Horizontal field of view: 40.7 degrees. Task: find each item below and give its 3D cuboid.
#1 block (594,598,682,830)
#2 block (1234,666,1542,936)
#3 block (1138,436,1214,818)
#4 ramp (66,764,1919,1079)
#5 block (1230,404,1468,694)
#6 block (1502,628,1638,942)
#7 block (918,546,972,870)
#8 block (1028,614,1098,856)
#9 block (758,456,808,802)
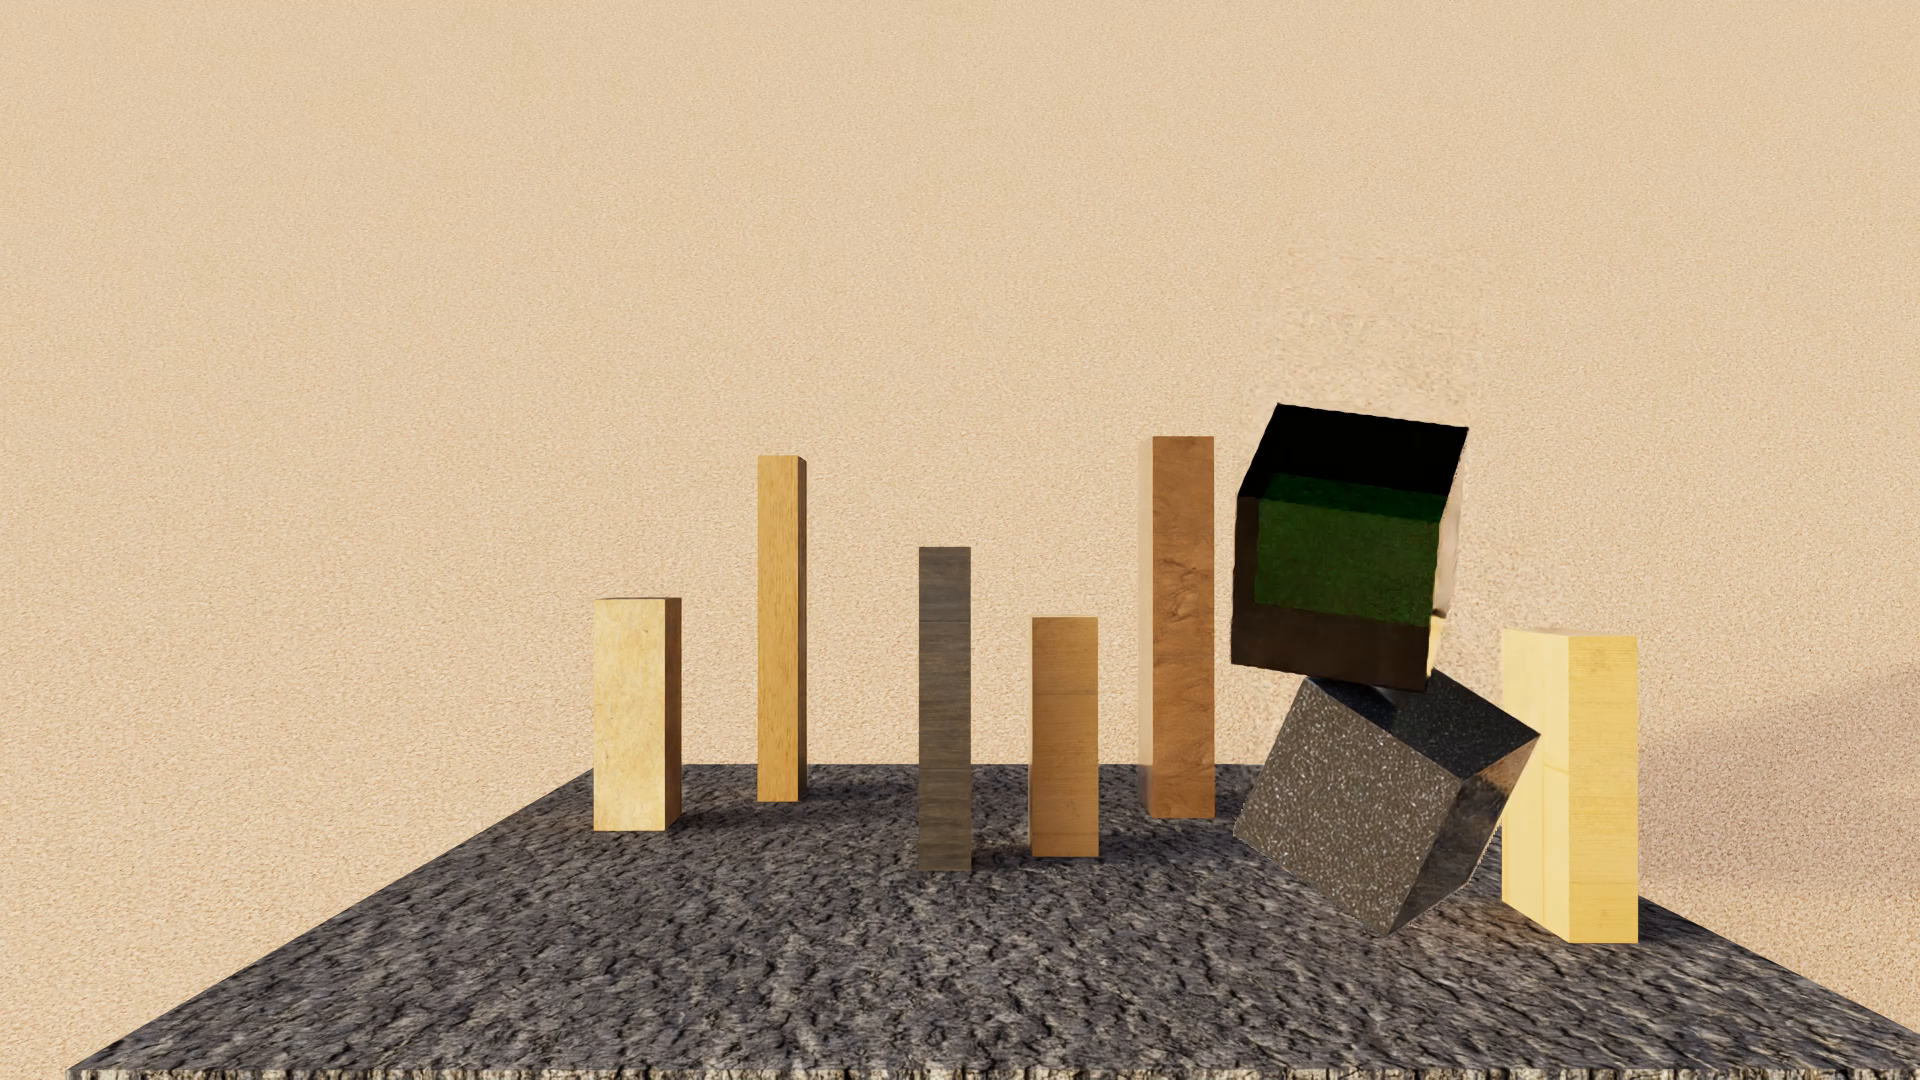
[{"bbox_3d":[-0.646,0.343,5.215,0.138,0.451,0.310,0,0,0],"label":"block"},{"bbox_3d":[0.457,0.260,2.767,0.199,0.199,0.199,33,28,25],"label":"block"},{"bbox_3d":[0.457,0.179,5.512,0.126,0.781,0.431,0,0,0],"label":"block"},{"bbox_3d":[0.069,0.614,4.690,2.000,0.100,4.000,0,0,0],"label":"ramp"},{"bbox_3d":[0.408,0.006,2.713,0.204,0.204,0.204,8,32,15],"label":"block"},{"bbox_3d":[0.888,0.346,3.797,0.095,0.423,0.441,0,0,0],"label":"block"},{"bbox_3d":[-0.026,0.288,4.550,0.089,0.551,0.283,0,0,0],"label":"block"},{"bbox_3d":[0.187,0.352,4.746,0.117,0.426,0.271,0,0,0],"label":"block"},{"bbox_3d":[-0.399,0.194,5.836,0.088,0.757,0.347,0,0,0],"label":"block"}]
